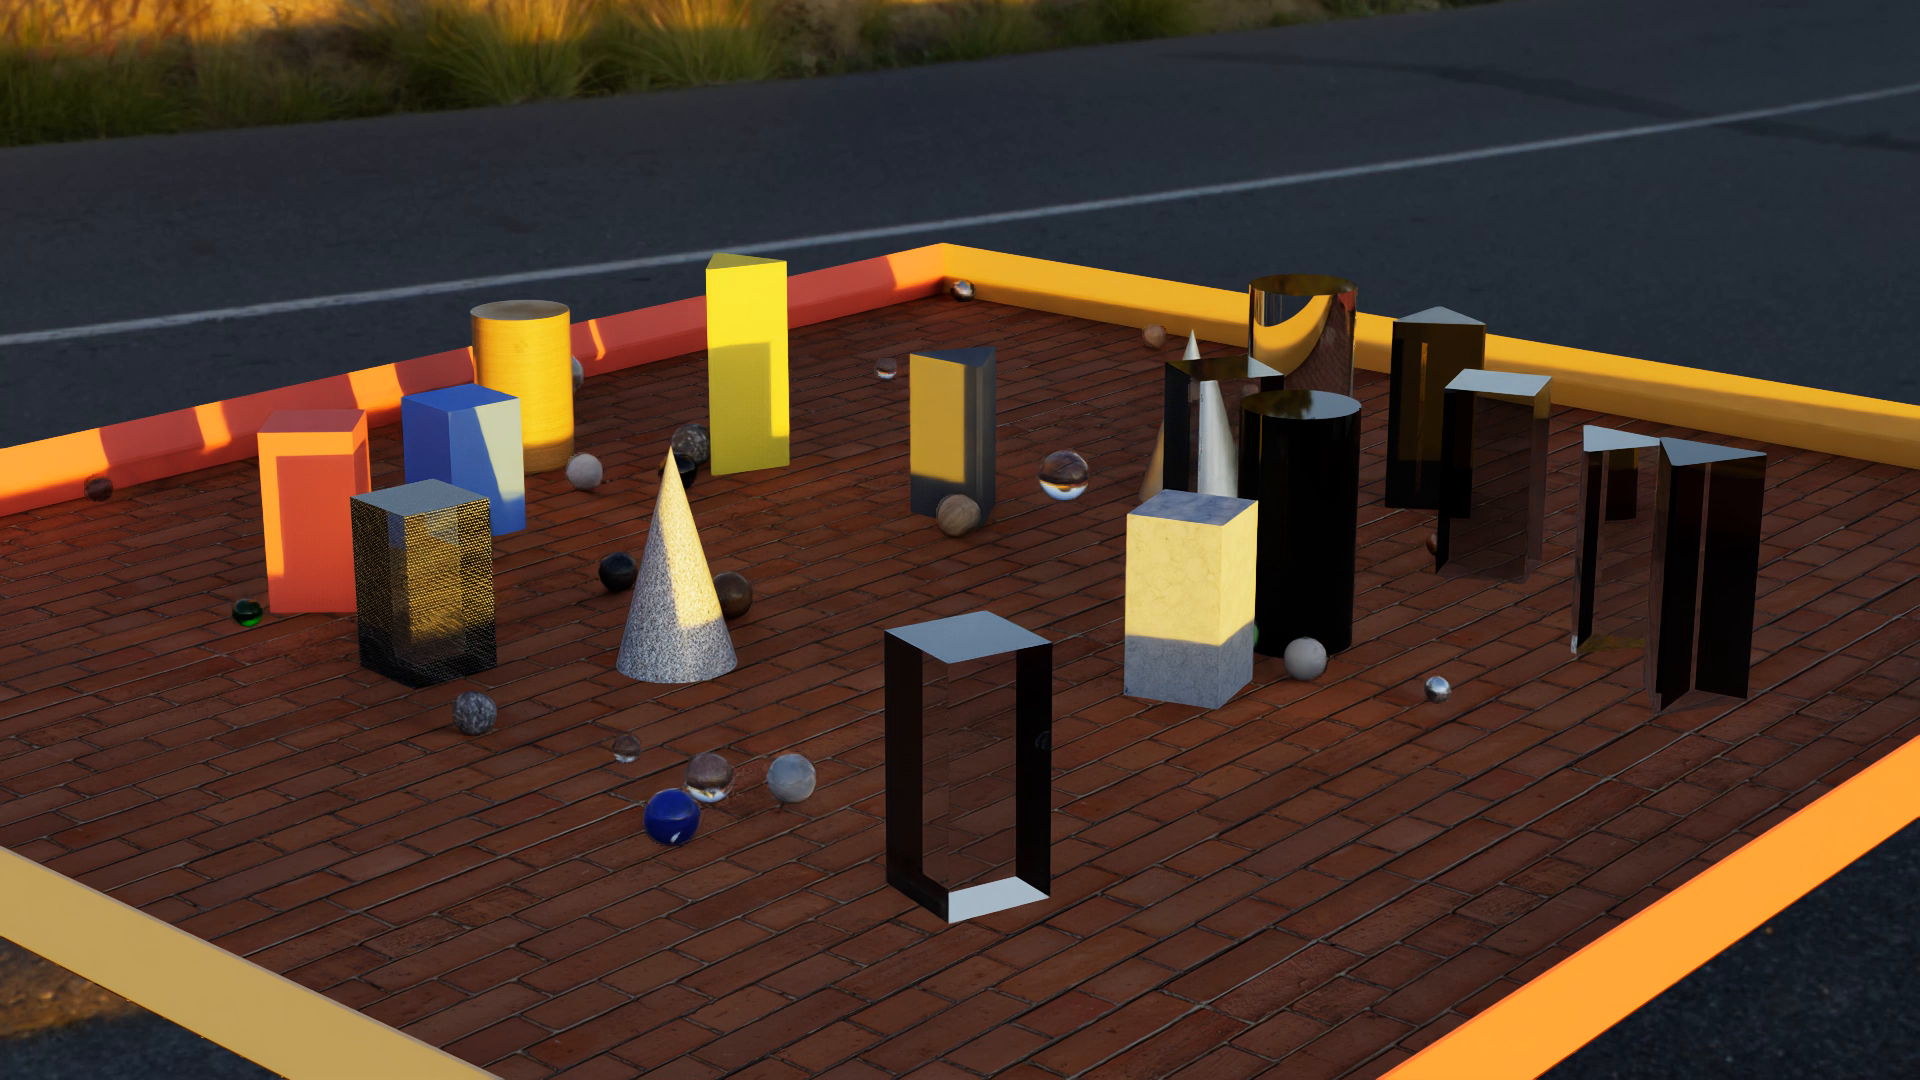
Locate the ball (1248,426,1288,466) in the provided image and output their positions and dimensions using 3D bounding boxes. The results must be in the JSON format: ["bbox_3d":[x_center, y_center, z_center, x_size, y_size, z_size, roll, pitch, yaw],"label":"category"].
[{"bbox_3d":[0.625,-0.191,5.949,0.078,0.078,0.078,0,17,0],"label":"ball"}]

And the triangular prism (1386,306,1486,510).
[{"bbox_3d":[0.918,-0.256,5.669,0.171,0.366,0.148,2,17,8],"label":"triangular prism"}]

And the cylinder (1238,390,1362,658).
[{"bbox_3d":[0.556,-0.028,4.846,0.198,0.404,0.198,0,17,0],"label":"cylinder"}]

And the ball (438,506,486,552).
[{"bbox_3d":[-0.911,-0.020,5.368,0.088,0.088,0.088,0,17,0],"label":"ball"}]

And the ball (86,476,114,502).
[{"bbox_3d":[-1.672,-0.100,5.697,0.051,0.051,0.051,0,17,0],"label":"ball"}]

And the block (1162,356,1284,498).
[{"bbox_3d":[0.465,-0.123,5.213,0.158,0.374,0.158,-6,18,-18],"label":"block"}]

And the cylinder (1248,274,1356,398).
[{"bbox_3d":[0.635,-0.251,5.489,0.198,0.461,0.198,0,17,0],"label":"cylinder"}]

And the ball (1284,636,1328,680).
[{"bbox_3d":[0.554,0.190,4.701,0.070,0.070,0.070,0,17,0],"label":"ball"}]

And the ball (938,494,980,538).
[{"bbox_3d":[-0.001,-0.045,5.464,0.080,0.080,0.080,0,17,0],"label":"ball"}]

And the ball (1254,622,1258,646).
[{"bbox_3d":[0.449,0.155,4.802,0.079,0.079,0.079,0,17,0],"label":"ball"}]

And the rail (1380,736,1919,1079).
[{"bbox_3d":[1.268,0.350,4.066,0.045,0.129,3.786,14,22,39],"label":"rail"}]

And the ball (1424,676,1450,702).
[{"bbox_3d":[0.749,0.235,4.604,0.041,0.041,0.041,0,17,0],"label":"ball"}]

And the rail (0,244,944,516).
[{"bbox_3d":[-1.268,-0.285,6.174,0.045,0.129,3.786,14,22,39],"label":"rail"}]

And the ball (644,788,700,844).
[{"bbox_3d":[-0.398,0.382,4.051,0.078,0.078,0.078,0,17,0],"label":"ball"}]

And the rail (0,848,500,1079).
[{"bbox_3d":[-1.226,0.439,3.768,3.405,0.129,0.045,14,22,39],"label":"rail"}]

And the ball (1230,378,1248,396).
[{"bbox_3d":[0.620,-0.340,6.509,0.043,0.043,0.043,0,17,0],"label":"ball"}]

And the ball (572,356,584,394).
[{"bbox_3d":[-0.884,-0.365,6.496,0.098,0.098,0.098,0,17,0],"label":"ball"}]

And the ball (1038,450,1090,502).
[{"bbox_3d":[0.203,-0.125,5.696,0.099,0.099,0.099,0,17,0],"label":"ball"}]

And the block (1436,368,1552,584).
[{"bbox_3d":[0.954,-0.115,5.239,0.158,0.344,0.158,7,18,21],"label":"block"}]

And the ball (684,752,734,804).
[{"bbox_3d":[-0.359,0.341,4.199,0.072,0.072,0.072,0,17,0],"label":"ball"}]

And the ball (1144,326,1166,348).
[{"bbox_3d":[0.462,-0.480,6.953,0.055,0.055,0.055,0,17,0],"label":"ball"}]

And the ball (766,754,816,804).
[{"bbox_3d":[-0.241,0.341,4.198,0.071,0.071,0.071,0,17,0],"label":"ball"}]

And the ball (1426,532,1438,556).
[{"bbox_3d":[0.874,0.008,5.350,0.044,0.044,0.044,0,17,0],"label":"ball"}]

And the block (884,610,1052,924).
[{"bbox_3d":[0.010,0.295,3.854,0.158,0.357,0.158,-10,20,-31],"label":"block"}]

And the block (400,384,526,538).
[{"bbox_3d":[-0.929,-0.143,5.488,0.158,0.254,0.158,-15,22,-41],"label":"block"}]

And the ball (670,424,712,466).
[{"bbox_3d":[-0.542,-0.192,5.938,0.089,0.089,0.089,0,17,0],"label":"ball"}]

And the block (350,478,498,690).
[{"bbox_3d":[-0.864,0.069,4.729,0.158,0.286,0.158,-15,23,-41],"label":"block"}]

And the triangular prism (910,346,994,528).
[{"bbox_3d":[0.018,-0.205,5.592,0.171,0.312,0.148,13,21,38],"label":"triangular prism"}]

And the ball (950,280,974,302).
[{"bbox_3d":[0.005,-0.632,7.451,0.058,0.058,0.058,0,17,0],"label":"ball"}]

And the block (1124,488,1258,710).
[{"bbox_3d":[0.365,0.091,4.633,0.158,0.298,0.158,8,18,24],"label":"block"}]

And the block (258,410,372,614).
[{"bbox_3d":[-1.109,-0.051,5.069,0.158,0.319,0.158,-1,17,-2],"label":"block"}]

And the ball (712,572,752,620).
[{"bbox_3d":[-0.394,0.096,4.995,0.082,0.082,0.082,0,17,0],"label":"ball"}]

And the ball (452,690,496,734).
[{"bbox_3d":[-0.741,0.263,4.466,0.066,0.066,0.066,0,17,0],"label":"ball"}]

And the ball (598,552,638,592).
[{"bbox_3d":[-0.600,0.056,5.148,0.068,0.068,0.068,0,17,0],"label":"ball"}]

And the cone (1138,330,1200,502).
[{"bbox_3d":[0.447,-0.245,5.682,0.198,0.337,0.198,0,17,0],"label":"cone"}]

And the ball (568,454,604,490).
[{"bbox_3d":[-0.738,-0.133,5.772,0.071,0.071,0.071,0,17,0],"label":"ball"}]

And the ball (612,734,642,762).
[{"bbox_3d":[-0.495,0.310,4.353,0.042,0.042,0.042,0,17,0],"label":"ball"}]

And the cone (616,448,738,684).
[{"bbox_3d":[-0.462,0.025,4.734,0.198,0.368,0.198,0,17,0],"label":"cone"}]

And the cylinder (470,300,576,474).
[{"bbox_3d":[-0.885,-0.312,5.946,0.198,0.314,0.198,0,17,0],"label":"cylinder"}]

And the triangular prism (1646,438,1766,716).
[{"bbox_3d":[1.131,0.050,4.591,0.171,0.401,0.148,-7,18,-22],"label":"triangular prism"}]

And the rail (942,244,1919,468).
[{"bbox_3d":[1.226,-0.375,6.471,3.405,0.129,0.045,14,22,39],"label":"rail"}]

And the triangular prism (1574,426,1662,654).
[{"bbox_3d":[1.069,-0.006,4.876,0.171,0.345,0.148,-5,18,-17],"label":"triangular prism"}]

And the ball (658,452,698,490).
[{"bbox_3d":[-0.554,-0.135,5.769,0.077,0.077,0.077,0,17,0],"label":"ball"}]

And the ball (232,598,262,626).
[{"bbox_3d":[-1.207,0.122,4.962,0.049,0.049,0.049,0,17,0],"label":"ball"}]

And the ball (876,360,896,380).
[{"bbox_3d":[-0.166,-0.388,6.664,0.045,0.045,0.045,0,17,0],"label":"ball"}]

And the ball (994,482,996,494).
[{"bbox_3d":[0.048,-0.100,5.706,0.046,0.046,0.046,0,17,0],"label":"ball"}]

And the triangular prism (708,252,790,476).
[{"bbox_3d":[-0.457,-0.361,5.924,0.171,0.420,0.148,-9,19,-28],"label":"triangular prism"}]
